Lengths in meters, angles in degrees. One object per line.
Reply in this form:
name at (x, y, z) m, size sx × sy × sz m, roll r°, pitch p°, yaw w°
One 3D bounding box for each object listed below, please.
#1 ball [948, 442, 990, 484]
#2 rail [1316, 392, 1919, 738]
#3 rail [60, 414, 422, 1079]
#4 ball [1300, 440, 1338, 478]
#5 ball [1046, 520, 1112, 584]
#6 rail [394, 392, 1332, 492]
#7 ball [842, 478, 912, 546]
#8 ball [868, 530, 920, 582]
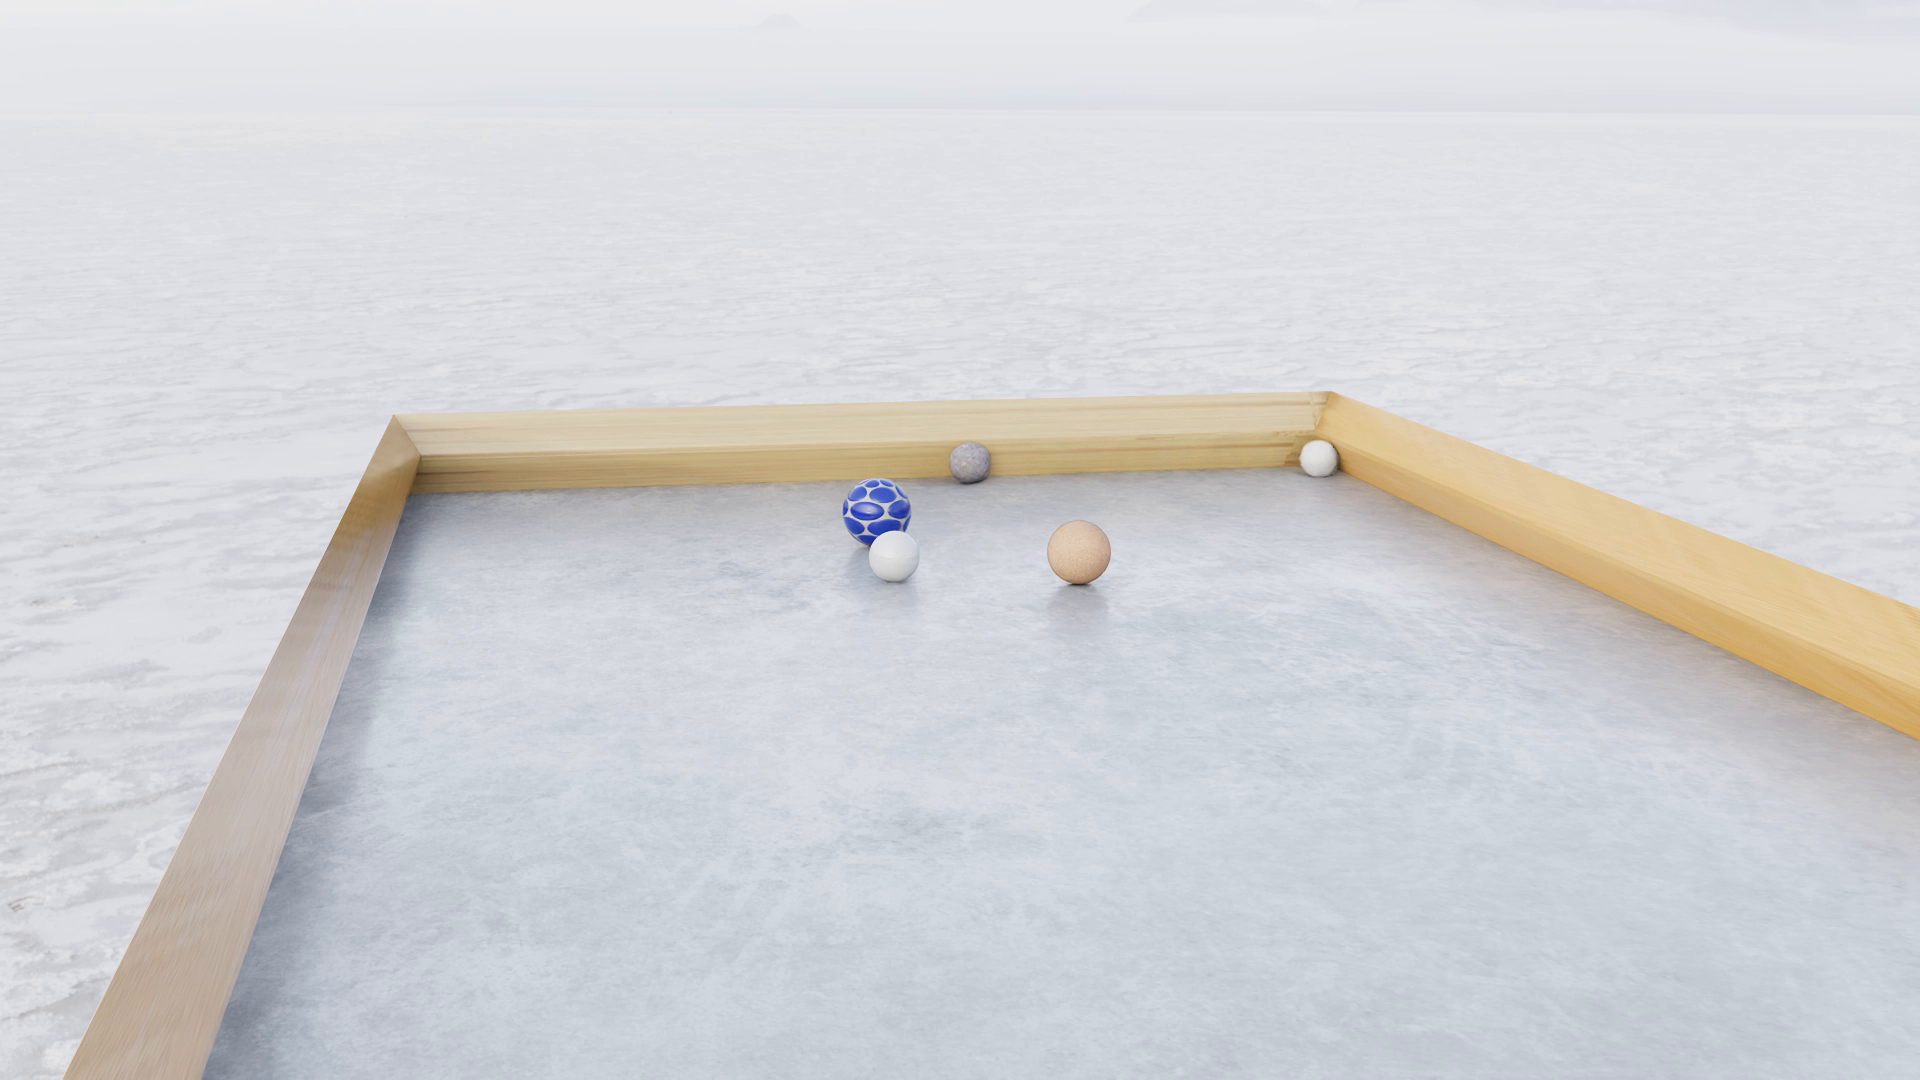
ball at (0.015, -0.130, 3.697) m, size 0.069 × 0.069 × 0.069 m, roll 0°, pitch 11°, yaw 0°
rail at (0.902, 0.092, 2.427) m, size 0.045 × 0.130 × 2.999 m, roll -2°, pitch 11°, yaw -10°
rail at (-0.631, 0.147, 2.151) m, size 0.045 × 0.130 × 2.999 m, roll -2°, pitch 11°, yaw -10°
ball at (0.613, -0.139, 3.758) m, size 0.064 × 0.064 × 0.064 m, roll 0°, pitch 11°, yaw 0°
ball at (0.158, 0.016, 2.925) m, size 0.086 × 0.086 × 0.086 m, roll 0°, pitch 11°, yaw 0°
rail at (-0.131, -0.165, 3.713) m, size 1.606 × 0.130 × 0.045 m, roll -2°, pitch 11°, yaw -10°
ball at (-0.120, -0.040, 3.169) m, size 0.100 × 0.100 × 0.100 m, roll 0°, pitch 11°, yaw 0°
ball at (-0.087, 0.022, 2.938) m, size 0.069 × 0.069 × 0.069 m, roll 0°, pitch 11°, yaw 0°
